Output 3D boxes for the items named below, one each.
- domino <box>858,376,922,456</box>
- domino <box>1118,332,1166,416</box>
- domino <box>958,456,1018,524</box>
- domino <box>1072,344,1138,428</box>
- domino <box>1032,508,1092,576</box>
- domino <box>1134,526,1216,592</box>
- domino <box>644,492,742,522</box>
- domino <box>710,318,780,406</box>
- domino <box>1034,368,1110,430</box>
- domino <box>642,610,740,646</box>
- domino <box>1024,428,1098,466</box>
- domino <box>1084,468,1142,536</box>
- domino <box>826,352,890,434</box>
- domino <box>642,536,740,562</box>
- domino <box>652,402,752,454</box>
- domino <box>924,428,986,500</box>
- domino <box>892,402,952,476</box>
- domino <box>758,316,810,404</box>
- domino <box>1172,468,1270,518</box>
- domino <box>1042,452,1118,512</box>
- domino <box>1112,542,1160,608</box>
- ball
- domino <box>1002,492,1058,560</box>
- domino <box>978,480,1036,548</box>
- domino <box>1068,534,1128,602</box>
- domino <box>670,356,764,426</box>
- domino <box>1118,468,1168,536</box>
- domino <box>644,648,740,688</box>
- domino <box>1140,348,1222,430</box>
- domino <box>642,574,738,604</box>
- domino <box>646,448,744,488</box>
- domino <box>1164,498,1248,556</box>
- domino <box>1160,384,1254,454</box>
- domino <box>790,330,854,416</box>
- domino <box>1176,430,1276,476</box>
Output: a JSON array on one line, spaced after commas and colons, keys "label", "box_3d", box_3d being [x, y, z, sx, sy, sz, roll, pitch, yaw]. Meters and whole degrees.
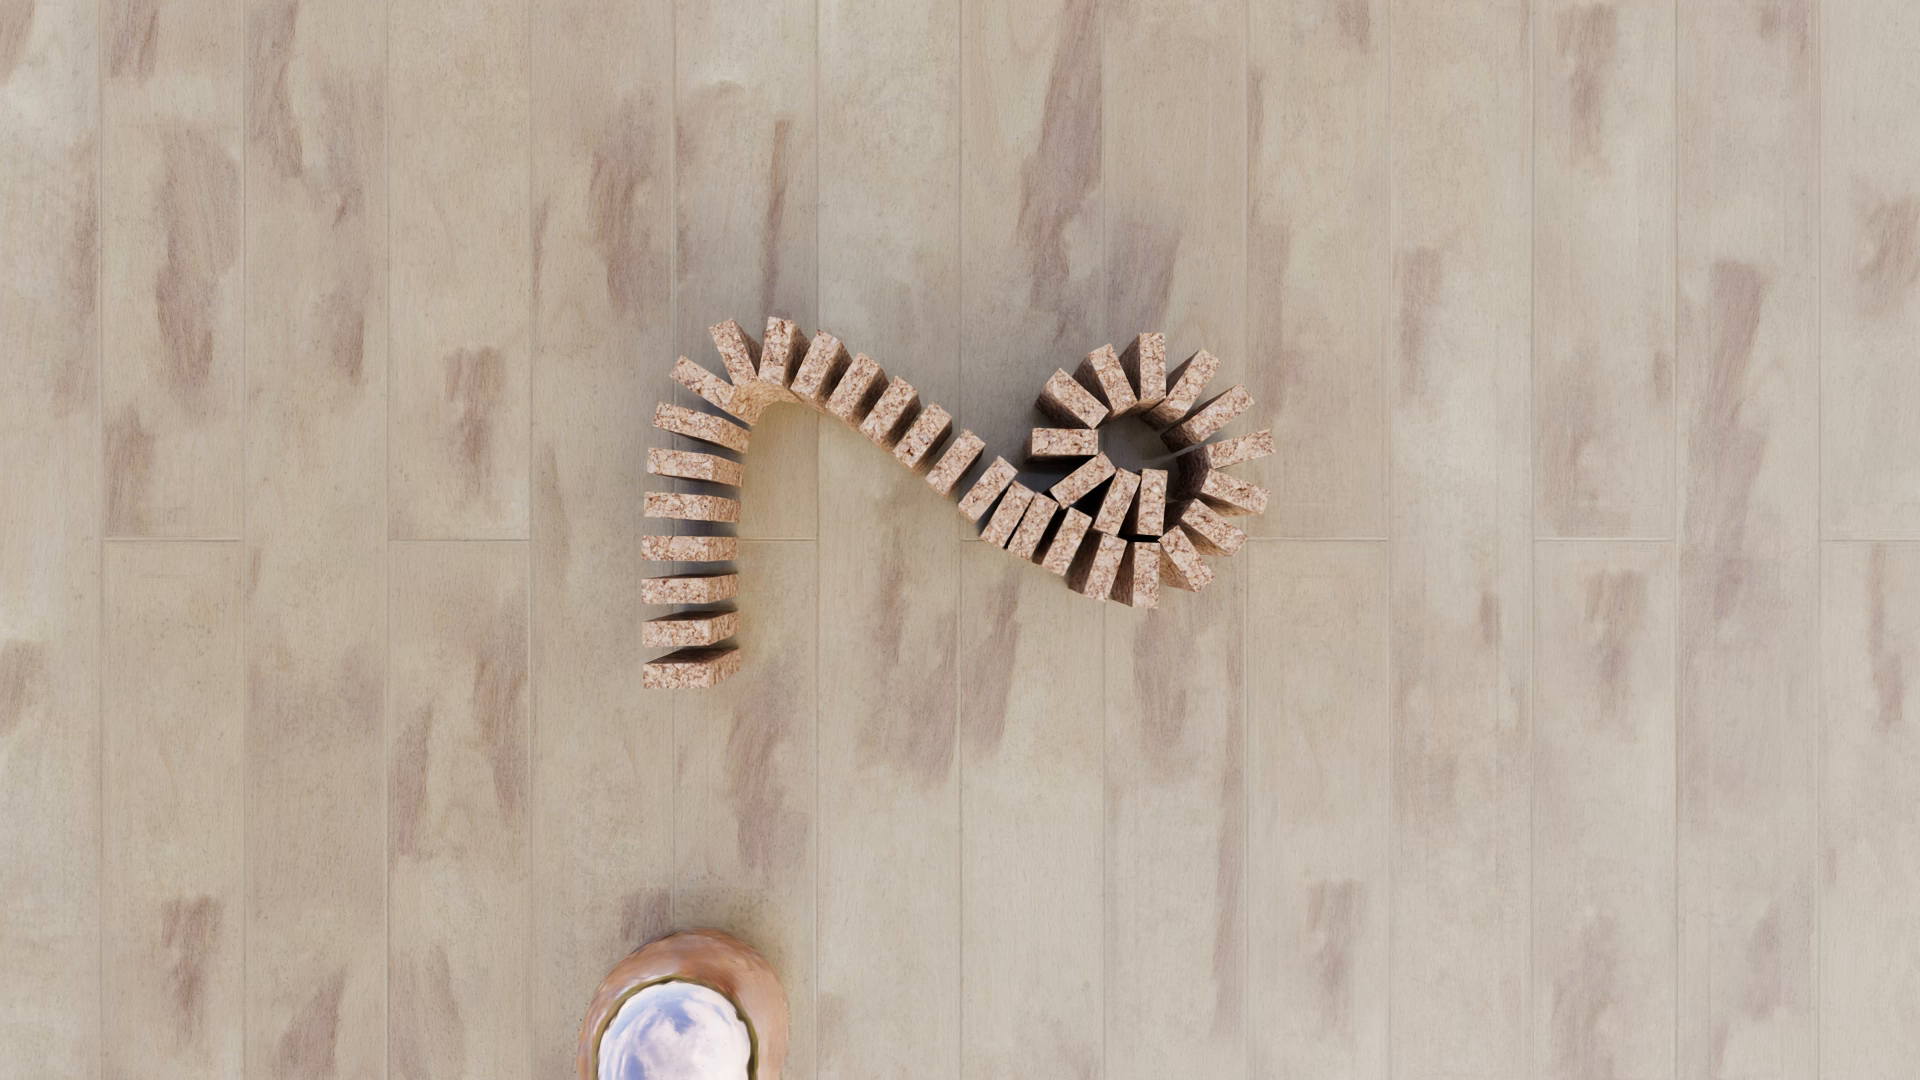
[{"label": "domino", "box_3d": [-0.028, -0.050, 0.375, 0.010, 0.050, 0.025, 35, 90, 0]}, {"label": "domino", "box_3d": [0.074, -0.067, 0.375, 0.009, 0.050, 0.025, -1, 90, 0]}, {"label": "domino", "box_3d": [0.011, -0.020, 0.375, 0.009, 0.050, 0.025, 40, 90, 0]}, {"label": "domino", "box_3d": [0.058, -0.062, 0.375, 0.009, 0.050, 0.025, -25, 90, 0]}, {"label": "domino", "box_3d": [0.041, 0.001, 0.375, 0.009, 0.050, 0.025, 27, 90, 0]}, {"label": "domino", "box_3d": [0.087, 0.007, 0.375, 0.009, 0.050, 0.025, -36, 90, 0]}, {"label": "domino", "box_3d": [-0.108, -0.013, 0.375, 0.025, 0.050, 0.010, 4, 90, 0]}, {"label": "domino", "box_3d": [-0.087, -0.071, 0.375, 0.010, 0.050, 0.025, -23, 90, 0]}, {"label": "domino", "box_3d": [0.045, -0.054, 0.375, 0.025, 0.050, 0.009, 41, 90, 0]}, {"label": "domino", "box_3d": [-0.109, 0.036, 0.375, 0.025, 0.050, 0.009, -1, 90, 0]}, {"label": "domino", "box_3d": [0.040, -0.038, 0.375, 0.025, 0.050, 0.009, 1, 90, 0]}, {"label": "domino", "box_3d": [0.060, -0.014, 0.375, 0.009, 0.050, 0.025, 23, 90, 0]}, {"label": "domino", "box_3d": [-0.041, -0.059, 0.375, 0.010, 0.050, 0.025, 33, 90, 0]}, {"label": "domino", "box_3d": [-0.109, 0.003, 0.375, 0.025, 0.050, 0.009, 1, 90, 0]}, {"label": "domino", "box_3d": [-0.104, -0.045, 0.375, 0.025, 0.050, 0.010, 15, 90, 0]}, {"label": "domino", "box_3d": [-0.002, -0.030, 0.375, 0.009, 0.050, 0.025, 39, 90, 0]}, {"label": "domino", "box_3d": [-0.015, -0.040, 0.375, 0.009, 0.050, 0.025, 38, 90, 0]}, {"label": "domino", "box_3d": [-0.071, -0.072, 0.375, 0.009, 0.050, 0.025, 10, 90, 0]}, {"label": "domino", "box_3d": [0.105, -0.019, 0.375, 0.025, 0.050, 0.009, 21, 90, 0]}, {"label": "domino", "box_3d": [0.047, -0.023, 0.375, 0.025, 0.050, 0.009, -36, 90, 0]}, {"label": "domino", "box_3d": [0.071, 0.014, 0.375, 0.009, 0.050, 0.025, 2, 90, 0]}, {"label": "ball", "box_3d": [-0.107, 0.196, 0.360, 0.080, 0.080, 0.080, 0, 90, 0]}, {"label": "domino", "box_3d": [0.028, -0.005, 0.375, 0.009, 0.050, 0.025, 28, 90, 0]}, {"label": "domino", "box_3d": [0.018, -0.010, 0.375, 0.010, 0.050, 0.025, 31, 90, 0]}, {"label": "domino", "box_3d": [0.055, 0.011, 0.375, 0.009, 0.050, 0.025, 19, 90, 0]}, {"label": "domino", "box_3d": [-0.098, -0.060, 0.375, 0.025, 0.050, 0.009, 32, 90, 0]}, {"label": "domino", "box_3d": [0.074, -0.014, 0.375, 0.009, 0.050, 0.025, 5, 90, 0]}, {"label": "domino", "box_3d": [-0.109, 0.052, 0.375, 0.025, 0.050, 0.009, 0, 90, 0]}, {"label": "domino", "box_3d": [0.089, -0.060, 0.375, 0.009, 0.050, 0.025, 35, 90, 0]}, {"label": "domino", "box_3d": [-0.109, 0.020, 0.375, 0.025, 0.050, 0.009, -1, 90, 0]}, {"label": "domino", "box_3d": [-0.107, -0.029, 0.375, 0.025, 0.050, 0.010, 7, 90, 0]}, {"label": "domino", "box_3d": [0.097, -0.005, 0.375, 0.025, 0.050, 0.009, 36, 90, 0]}, {"label": "domino", "box_3d": [0.100, -0.049, 0.375, 0.025, 0.050, 0.009, -36, 90, 0]}, {"label": "domino", "box_3d": [-0.055, -0.067, 0.375, 0.009, 0.050, 0.025, 25, 90, 0]}, {"label": "domino", "box_3d": [0.107, -0.035, 0.375, 0.025, 0.050, 0.009, -14, 90, 0]}]
